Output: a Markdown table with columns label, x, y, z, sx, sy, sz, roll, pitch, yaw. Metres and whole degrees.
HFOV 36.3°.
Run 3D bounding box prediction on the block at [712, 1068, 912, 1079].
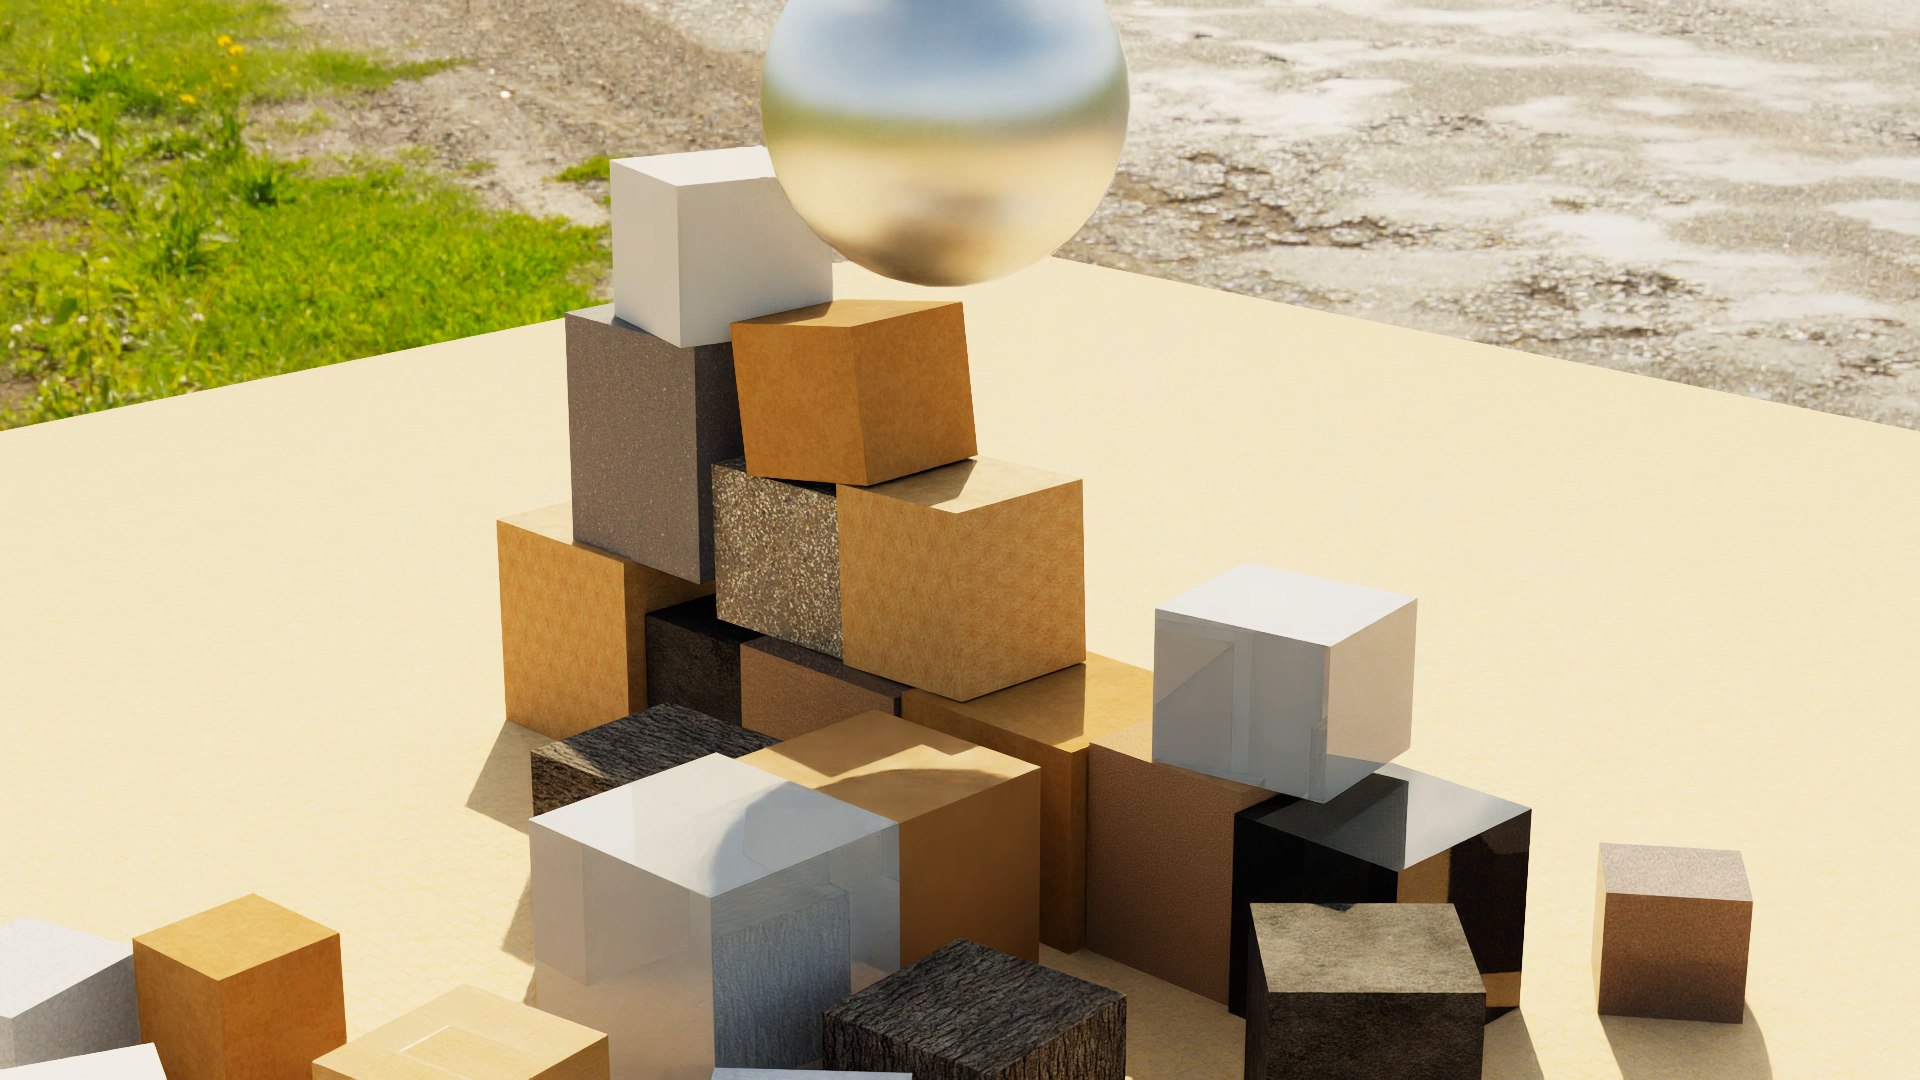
| label | x | y | z | sx | sy | sz | roll | pitch | yaw |
| --- | --- | --- | --- | --- | --- | --- | --- | --- | --- |
| block | -0.537 | 2.267 | 10.090 | 0.699 | 0.625 | 0.683 | 1 | 17 | 3 |

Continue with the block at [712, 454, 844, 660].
| label | x | y | z | sx | sy | sz | roll | pitch | yaw |
| --- | --- | --- | --- | --- | --- | --- | --- | --- | --- |
| block | -0.572 | 0.015 | 13.956 | 0.779 | 0.773 | 0.927 | -17 | 23 | -42 |

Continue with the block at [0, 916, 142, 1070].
| label | x | y | z | sx | sy | sz | roll | pitch | yaw |
| --- | --- | --- | --- | --- | --- | --- | --- | --- | --- |
| block | -3.613 | 1.904 | 11.321 | 0.633 | 0.578 | 0.680 | 9 | 20 | 27 |

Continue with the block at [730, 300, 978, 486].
| label | x | y | z | sx | sy | sz | roll | pitch | yaw |
| --- | --- | --- | --- | --- | --- | --- | --- | --- | --- |
| block | -0.490 | -0.697 | 13.562 | 0.816 | 0.719 | 0.711 | 6 | 16 | 45 |

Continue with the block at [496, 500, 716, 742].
| label | x | y | z | sx | sy | sz | roll | pitch | yaw |
| --- | --- | --- | --- | --- | --- | --- | --- | --- | --- |
| block | -1.640 | 0.415 | 15.193 | 1.049 | 1.097 | 1.035 | -17 | 24 | -42 |

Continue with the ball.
| label | x | y | z | sx | sy | sz | roll | pitch | yaw |
| --- | --- | --- | --- | --- | --- | --- | --- | --- | --- |
| ball | -0.065 | -1.895 | 12.679 | 1.600 | 1.600 | 1.600 | 0 | 17 | 0 |

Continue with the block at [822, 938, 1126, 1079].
| label | x | y | z | sx | sy | sz | roll | pitch | yaw |
| --- | --- | --- | --- | --- | --- | --- | --- | --- | --- |
| block | 0.056 | 2.014 | 10.804 | 0.784 | 0.679 | 0.804 | 14 | 22 | 37 |

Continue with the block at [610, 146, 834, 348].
| label | x | y | z | sx | sy | sz | roll | pitch | yaw |
| --- | --- | --- | --- | --- | --- | --- | --- | --- | --- |
| block | -1.142 | -1.417 | 14.042 | 0.804 | 0.762 | 0.761 | -10 | 20 | -29 |

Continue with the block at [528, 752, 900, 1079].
| label | x | y | z | sx | sy | sz | roll | pitch | yaw |
| --- | --- | --- | --- | --- | --- | --- | --- | --- | --- |
| block | -0.952 | 1.596 | 11.478 | 1.058 | 1.072 | 0.969 | 16 | 24 | 41 |

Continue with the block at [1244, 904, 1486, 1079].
| label | x | y | z | sx | sy | sz | roll | pitch | yaw |
| --- | --- | --- | --- | --- | --- | --- | --- | --- | --- |
| block | 1.479 | 1.899 | 10.861 | 0.770 | 0.864 | 0.753 | 0 | 17 | 0 |

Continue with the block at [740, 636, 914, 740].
| label | x | y | z | sx | sy | sz | roll | pitch | yaw |
| --- | --- | --- | --- | --- | --- | --- | --- | --- | --- |
| block | -0.274 | 0.916 | 13.907 | 1.101 | 0.914 | 1.040 | -17 | 24 | -42 |

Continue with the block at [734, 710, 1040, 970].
| label | x | y | z | sx | sy | sz | roll | pitch | yaw |
| --- | --- | --- | --- | --- | --- | --- | --- | --- | --- |
| block | -0.331 | 1.411 | 12.161 | 0.969 | 1.016 | 0.901 | 16 | 24 | 41 |

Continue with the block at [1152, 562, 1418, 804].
| label | x | y | z | sx | sy | sz | roll | pitch | yaw |
| --- | --- | --- | --- | --- | --- | --- | --- | --- | --- |
| block | 1.348 | 0.577 | 12.181 | 0.816 | 0.669 | 0.748 | 12 | 21 | 34 |

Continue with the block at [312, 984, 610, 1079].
| label | x | y | z | sx | sy | sz | roll | pitch | yaw |
| --- | --- | --- | --- | --- | --- | --- | --- | --- | --- |
| block | -1.723 | 2.131 | 10.249 | 0.694 | 0.788 | 0.738 | 12 | 21 | 34 |

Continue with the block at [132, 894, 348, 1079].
| label | x | y | z | sx | sy | sz | roll | pitch | yaw |
| --- | --- | --- | --- | --- | --- | --- | --- | --- | --- |
| block | -2.793 | 1.837 | 11.410 | 0.560 | 0.653 | 0.560 | 15 | 23 | 39 |

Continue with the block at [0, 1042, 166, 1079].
| label | x | y | z | sx | sy | sz | roll | pitch | yaw |
| --- | --- | --- | --- | --- | --- | --- | --- | --- | --- |
| block | -3.055 | 2.274 | 9.944 | 0.807 | 0.697 | 0.852 | -7 | 19 | -22 |

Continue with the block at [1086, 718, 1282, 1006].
| label | x | y | z | sx | sy | sz | roll | pitch | yaw |
| --- | --- | --- | --- | --- | --- | --- | --- | --- | --- |
| block | 1.139 | 1.307 | 12.580 | 0.821 | 0.963 | 0.855 | 16 | 24 | 42 |

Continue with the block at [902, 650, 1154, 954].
| label | x | y | z | sx | sy | sz | roll | pitch | yaw |
| --- | --- | --- | --- | --- | --- | --- | --- | --- | --- |
| block | 0.454 | 1.129 | 13.195 | 1.028 | 0.934 | 0.998 | 16 | 24 | 42 |

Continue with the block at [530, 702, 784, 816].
| label | x | y | z | sx | sy | sz | roll | pitch | yaw |
| --- | --- | --- | --- | --- | --- | --- | --- | --- | --- |
| block | -1.241 | 1.333 | 12.534 | 0.826 | 0.942 | 0.790 | 15 | 23 | 39 |

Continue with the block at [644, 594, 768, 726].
| label | x | y | z | sx | sy | sz | roll | pitch | yaw |
| --- | --- | --- | --- | --- | --- | --- | --- | --- | --- |
| block | -0.954 | 0.757 | 14.583 | 0.826 | 0.811 | 0.881 | -17 | 24 | -42 |

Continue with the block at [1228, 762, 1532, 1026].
| label | x | y | z | sx | sy | sz | roll | pitch | yaw |
| --- | --- | --- | --- | --- | --- | --- | --- | --- | --- |
| block | 1.718 | 1.522 | 12.022 | 0.899 | 0.888 | 0.820 | -17 | 24 | -42 |

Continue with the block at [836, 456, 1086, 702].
| label | x | y | z | sx | sy | sz | roll | pitch | yaw |
| --- | --- | --- | --- | --- | --- | --- | --- | --- | --- |
| block | 0.009 | 0.148 | 13.335 | 0.783 | 0.861 | 0.792 | -16 | 21 | -41 |

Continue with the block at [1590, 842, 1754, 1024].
| label | x | y | z | sx | sy | sz | roll | pitch | yaw |
| --- | --- | --- | --- | --- | --- | --- | --- | --- | --- |
| block | 2.959 | 1.634 | 12.227 | 0.584 | 0.550 | 0.517 | 3 | 18 | 8 |

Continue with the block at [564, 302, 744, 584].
| label | x | y | z | sx | sy | sz | roll | pitch | yaw |
| --- | --- | --- | --- | --- | --- | --- | --- | --- | --- |
| block | -1.264 | -0.547 | 14.482 | 0.914 | 1.165 | 0.984 | -17 | 24 | -42 |
